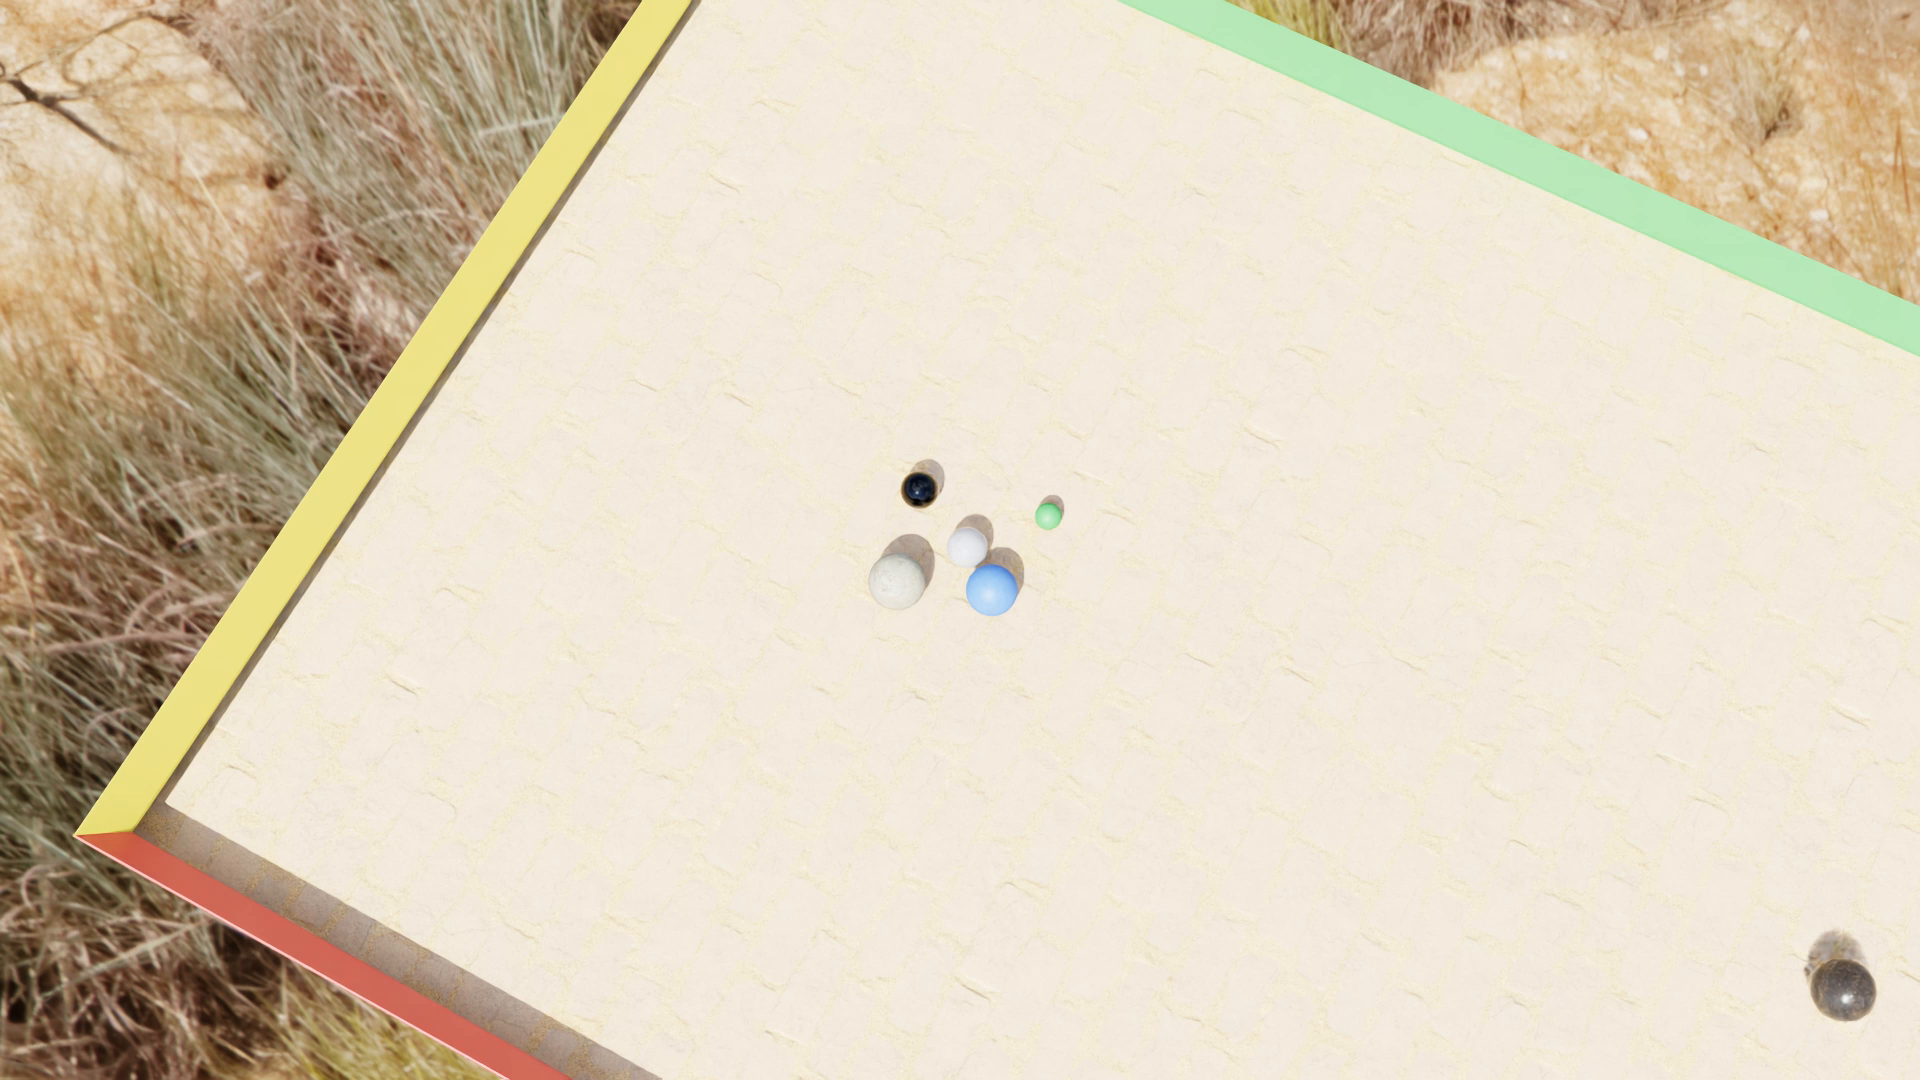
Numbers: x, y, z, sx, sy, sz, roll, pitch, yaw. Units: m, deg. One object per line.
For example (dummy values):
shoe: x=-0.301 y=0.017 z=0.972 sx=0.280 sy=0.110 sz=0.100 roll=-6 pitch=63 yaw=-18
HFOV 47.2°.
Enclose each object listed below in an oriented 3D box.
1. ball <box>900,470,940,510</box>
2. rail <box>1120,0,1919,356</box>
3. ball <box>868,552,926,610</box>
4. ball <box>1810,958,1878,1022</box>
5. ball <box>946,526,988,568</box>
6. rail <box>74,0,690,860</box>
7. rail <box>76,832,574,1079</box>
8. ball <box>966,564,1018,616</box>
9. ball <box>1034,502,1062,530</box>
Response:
ball: x=-0.064 y=-0.079 z=3.488 sx=0.062 sy=0.062 sz=0.062 roll=0 pitch=69 yaw=0
rail: x=1.281 y=-0.450 z=3.595 sx=3.649 sy=0.119 sz=0.045 roll=26 pitch=72 yaw=9
ball: x=-0.098 y=0.065 z=3.419 sx=0.090 sy=0.090 sz=0.090 roll=0 pitch=69 yaw=0
ball: x=1.284 y=0.655 z=3.197 sx=0.091 sy=0.091 sz=0.091 roll=0 pitch=69 yaw=0
ball: x=0.011 y=0.012 z=3.451 sx=0.066 sy=0.066 sz=0.066 roll=0 pitch=69 yaw=0
rail: x=-0.786 y=-0.398 z=3.576 sx=0.045 sy=0.119 sz=2.078 roll=26 pitch=72 yaw=9
rail: x=0.332 y=1.231 z=2.965 sx=3.649 sy=0.119 sz=0.045 roll=26 pitch=72 yaw=9
ball: x=0.049 y=0.078 z=3.418 sx=0.081 sy=0.081 sz=0.081 roll=0 pitch=69 yaw=0
ball: x=0.140 y=-0.037 z=3.482 sx=0.043 sy=0.043 sz=0.043 roll=0 pitch=69 yaw=0
